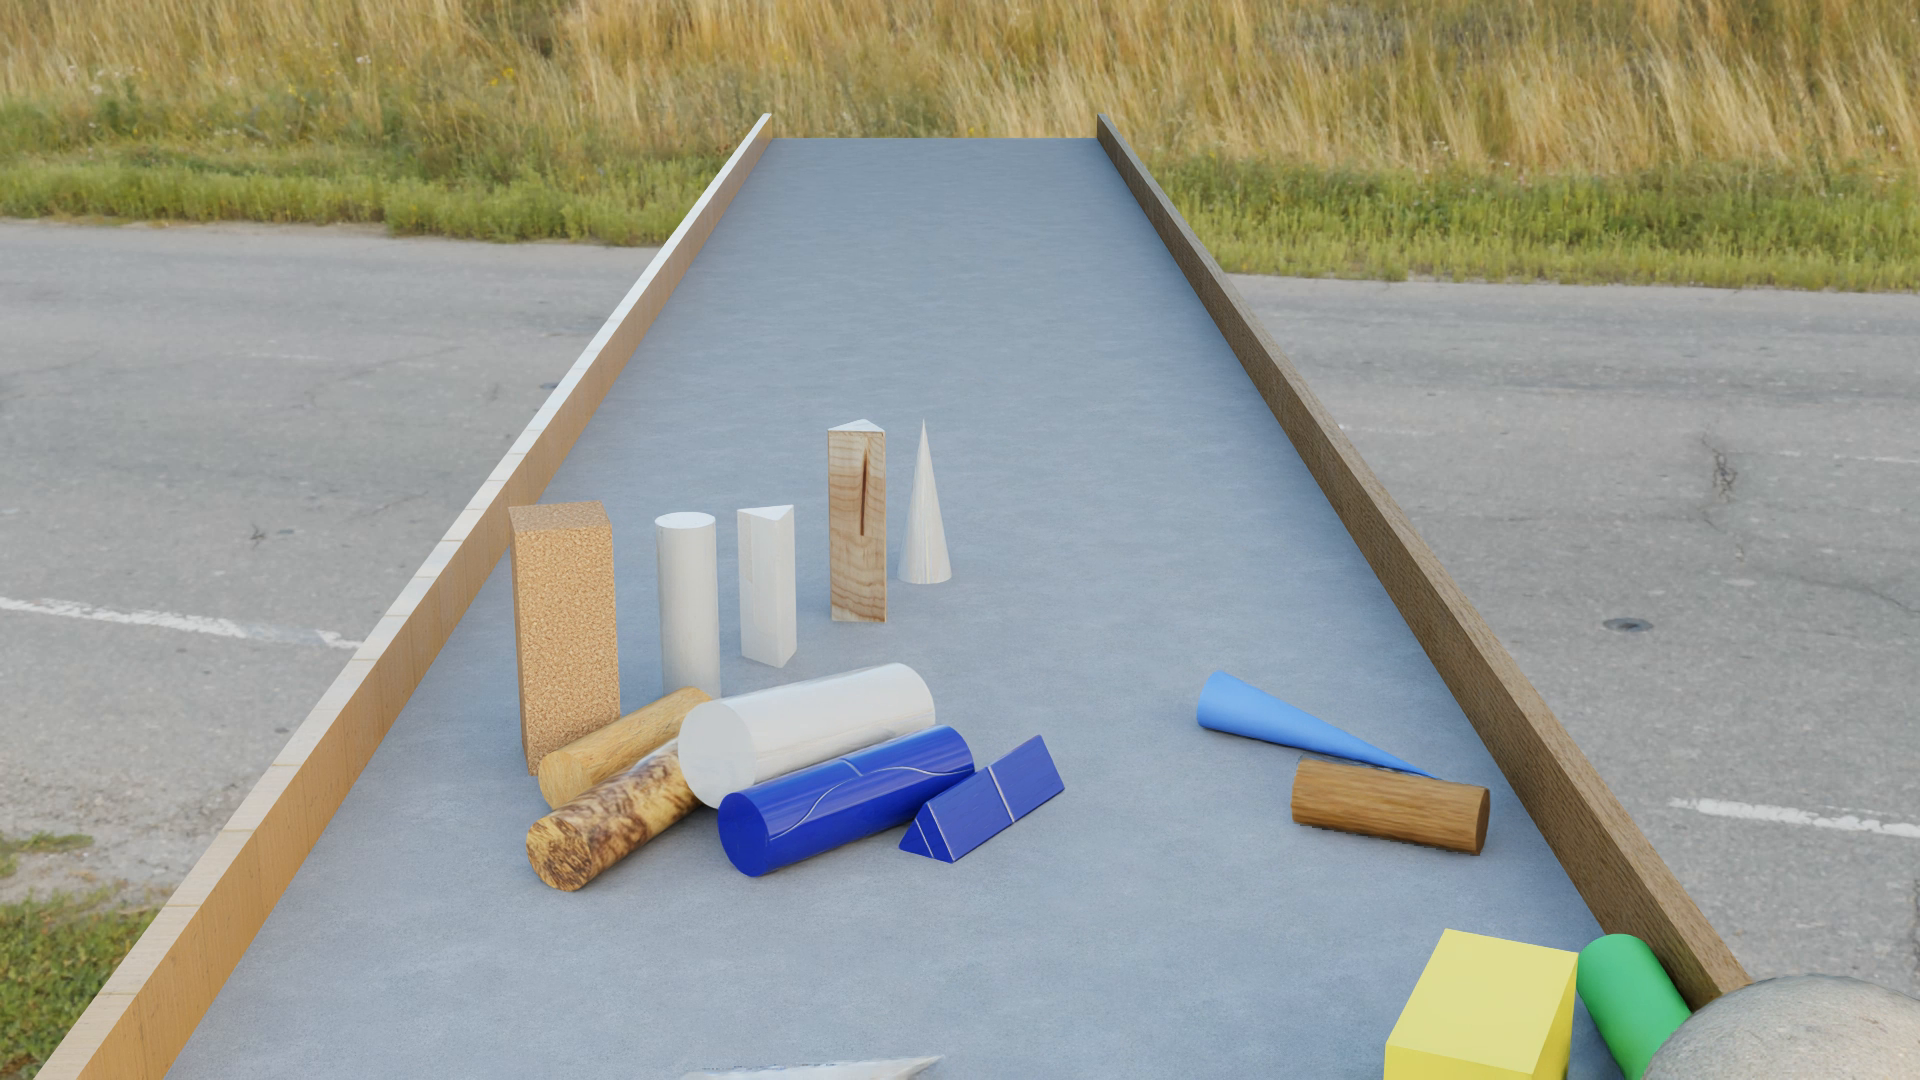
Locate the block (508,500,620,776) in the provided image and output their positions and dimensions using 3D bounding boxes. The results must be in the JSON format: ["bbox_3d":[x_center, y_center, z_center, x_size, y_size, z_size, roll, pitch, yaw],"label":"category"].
[{"bbox_3d":[-0.695,0.171,3.872,0.163,0.444,0.163,-4,17,-15],"label":"block"}]

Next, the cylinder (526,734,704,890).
[{"bbox_3d":[-0.526,0.429,3.570,0.123,0.123,0.427,8,18,24],"label":"cylinder"}]

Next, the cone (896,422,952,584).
[{"bbox_3d":[-0.080,-0.095,4.906,0.125,0.364,0.125,0,17,0],"label":"cone"}]

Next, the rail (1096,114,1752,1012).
[{"bbox_3d":[0.932,-0.844,7.801,0.050,0.150,12.000,0,17,-1],"label":"rail"}]

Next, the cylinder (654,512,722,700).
[{"bbox_3d":[-0.510,0.136,4.134,0.112,0.361,0.112,0,17,0],"label":"cylinder"}]

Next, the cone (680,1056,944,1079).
[{"bbox_3d":[-0.162,0.694,2.771,0.139,0.139,0.416,15,13,42],"label":"cone"}]

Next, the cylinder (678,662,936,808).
[{"bbox_3d":[-0.252,0.326,3.721,0.177,0.177,0.454,13,13,37],"label":"cylinder"}]

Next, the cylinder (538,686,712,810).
[{"bbox_3d":[-0.565,0.363,3.799,0.118,0.118,0.355,9,19,29],"label":"cylinder"}]

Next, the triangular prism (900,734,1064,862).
[{"bbox_3d":[0.041,0.419,3.649,0.104,0.090,0.352,11,20,31],"label":"triangular prism"}]

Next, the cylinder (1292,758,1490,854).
[{"bbox_3d":[0.702,0.432,3.586,0.301,0.108,0.108,8,18,24],"label":"cylinder"}]

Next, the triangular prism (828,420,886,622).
[{"bbox_3d":[-0.209,-0.042,4.640,0.118,0.414,0.102,2,17,6],"label":"triangular prism"}]

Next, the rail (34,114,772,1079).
[{"bbox_3d":[-1.118,-0.838,7.780,0.050,0.150,12.000,0,17,-1],"label":"rail"}]

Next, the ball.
[{"bbox_3d":[0.821,0.602,2.078,0.377,0.377,0.377,0,17,0],"label":"ball"}]

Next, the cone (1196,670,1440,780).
[{"bbox_3d":[0.651,0.354,3.938,0.456,0.110,0.110,18,24,30],"label":"cone"}]

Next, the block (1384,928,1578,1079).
[{"bbox_3d":[0.652,0.648,2.748,0.171,0.171,0.330,7,18,23],"label":"block"}]

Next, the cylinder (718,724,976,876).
[{"bbox_3d":[-0.180,0.419,3.579,0.431,0.137,0.137,-15,22,-41],"label":"cylinder"}]

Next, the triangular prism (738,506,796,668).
[{"bbox_3d":[-0.367,0.087,4.400,0.113,0.305,0.098,14,22,40],"label":"triangular prism"}]

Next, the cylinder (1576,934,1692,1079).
[{"bbox_3d":[0.900,0.645,2.855,0.116,0.116,0.358,0,17,0],"label":"cylinder"}]
